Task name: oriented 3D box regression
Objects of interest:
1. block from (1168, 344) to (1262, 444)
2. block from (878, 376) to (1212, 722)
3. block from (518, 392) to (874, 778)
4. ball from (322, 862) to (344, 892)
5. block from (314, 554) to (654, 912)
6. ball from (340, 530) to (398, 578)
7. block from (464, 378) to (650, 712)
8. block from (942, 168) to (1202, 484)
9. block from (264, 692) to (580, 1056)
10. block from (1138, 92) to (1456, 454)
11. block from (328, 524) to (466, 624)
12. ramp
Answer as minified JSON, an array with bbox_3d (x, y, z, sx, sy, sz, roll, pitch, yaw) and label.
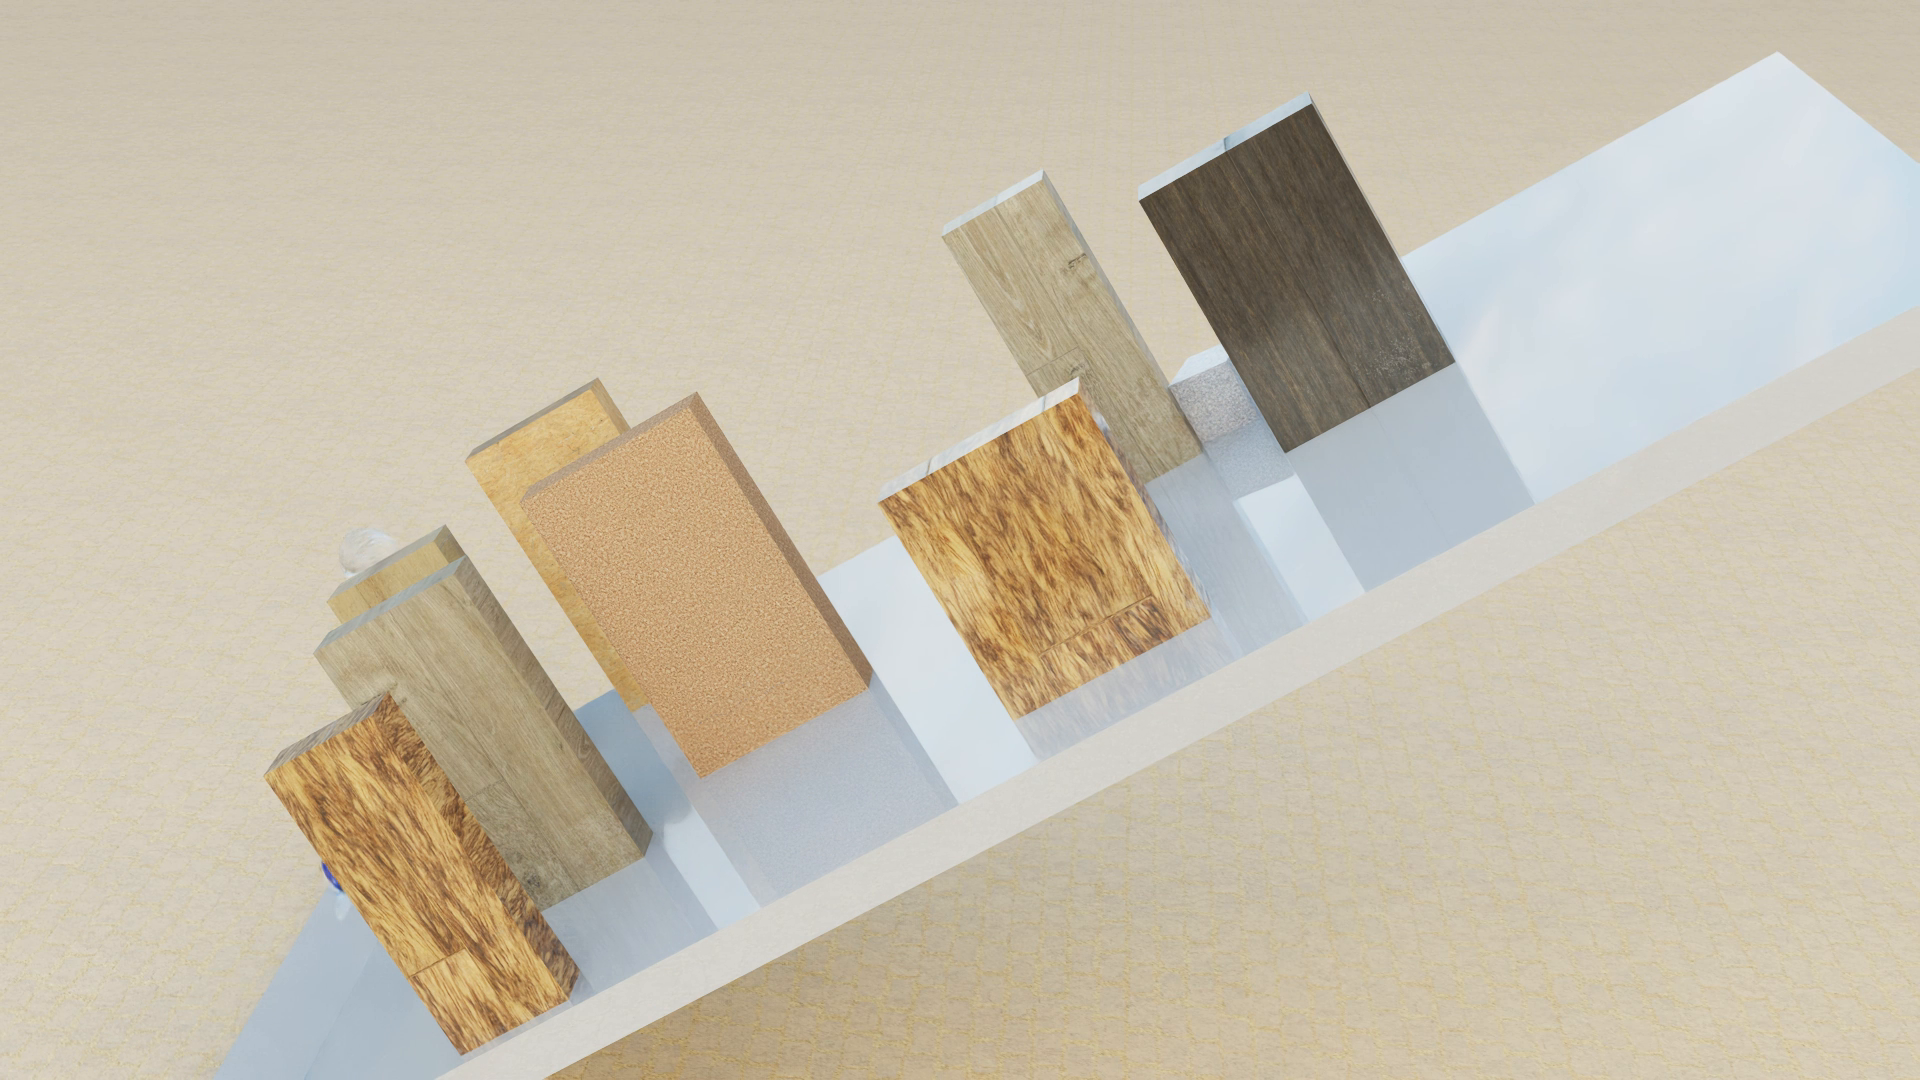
[{"bbox_3d":[0.585,-0.337,6.543,0.152,0.152,0.152,-23,17,31],"label":"block"},{"bbox_3d":[0.161,0.020,5.529,0.430,0.502,0.110,-29,15,12],"label":"block"},{"bbox_3d":[-0.559,0.102,6.289,0.427,0.721,0.119,-29,15,12],"label":"block"},{"bbox_3d":[-1.445,0.767,7.030,0.157,0.157,0.157,0,19,0],"label":"ball"},{"bbox_3d":[-0.983,0.425,6.099,0.349,0.715,0.122,-29,15,12],"label":"block"},{"bbox_3d":[-1.926,0.062,9.597,0.194,0.194,0.194,0,19,0],"label":"ball"},{"bbox_3d":[-0.832,0.017,7.092,0.360,0.739,0.102,-29,15,12],"label":"block"},{"bbox_3d":[0.250,-0.441,6.464,0.251,0.705,0.115,-29,15,12],"label":"block"},{"bbox_3d":[-1.013,0.635,5.569,0.248,0.666,0.120,-29,15,12],"label":"block"},{"bbox_3d":[0.696,-0.551,6.086,0.399,0.619,0.140,-29,15,12],"label":"block"},{"bbox_3d":[-1.203,0.315,7.072,0.309,0.634,0.126,-29,15,12],"label":"block"},{"bbox_3d":[0.142,0.168,6.286,4.000,0.100,2.000,-29,15,12],"label":"ramp"}]
